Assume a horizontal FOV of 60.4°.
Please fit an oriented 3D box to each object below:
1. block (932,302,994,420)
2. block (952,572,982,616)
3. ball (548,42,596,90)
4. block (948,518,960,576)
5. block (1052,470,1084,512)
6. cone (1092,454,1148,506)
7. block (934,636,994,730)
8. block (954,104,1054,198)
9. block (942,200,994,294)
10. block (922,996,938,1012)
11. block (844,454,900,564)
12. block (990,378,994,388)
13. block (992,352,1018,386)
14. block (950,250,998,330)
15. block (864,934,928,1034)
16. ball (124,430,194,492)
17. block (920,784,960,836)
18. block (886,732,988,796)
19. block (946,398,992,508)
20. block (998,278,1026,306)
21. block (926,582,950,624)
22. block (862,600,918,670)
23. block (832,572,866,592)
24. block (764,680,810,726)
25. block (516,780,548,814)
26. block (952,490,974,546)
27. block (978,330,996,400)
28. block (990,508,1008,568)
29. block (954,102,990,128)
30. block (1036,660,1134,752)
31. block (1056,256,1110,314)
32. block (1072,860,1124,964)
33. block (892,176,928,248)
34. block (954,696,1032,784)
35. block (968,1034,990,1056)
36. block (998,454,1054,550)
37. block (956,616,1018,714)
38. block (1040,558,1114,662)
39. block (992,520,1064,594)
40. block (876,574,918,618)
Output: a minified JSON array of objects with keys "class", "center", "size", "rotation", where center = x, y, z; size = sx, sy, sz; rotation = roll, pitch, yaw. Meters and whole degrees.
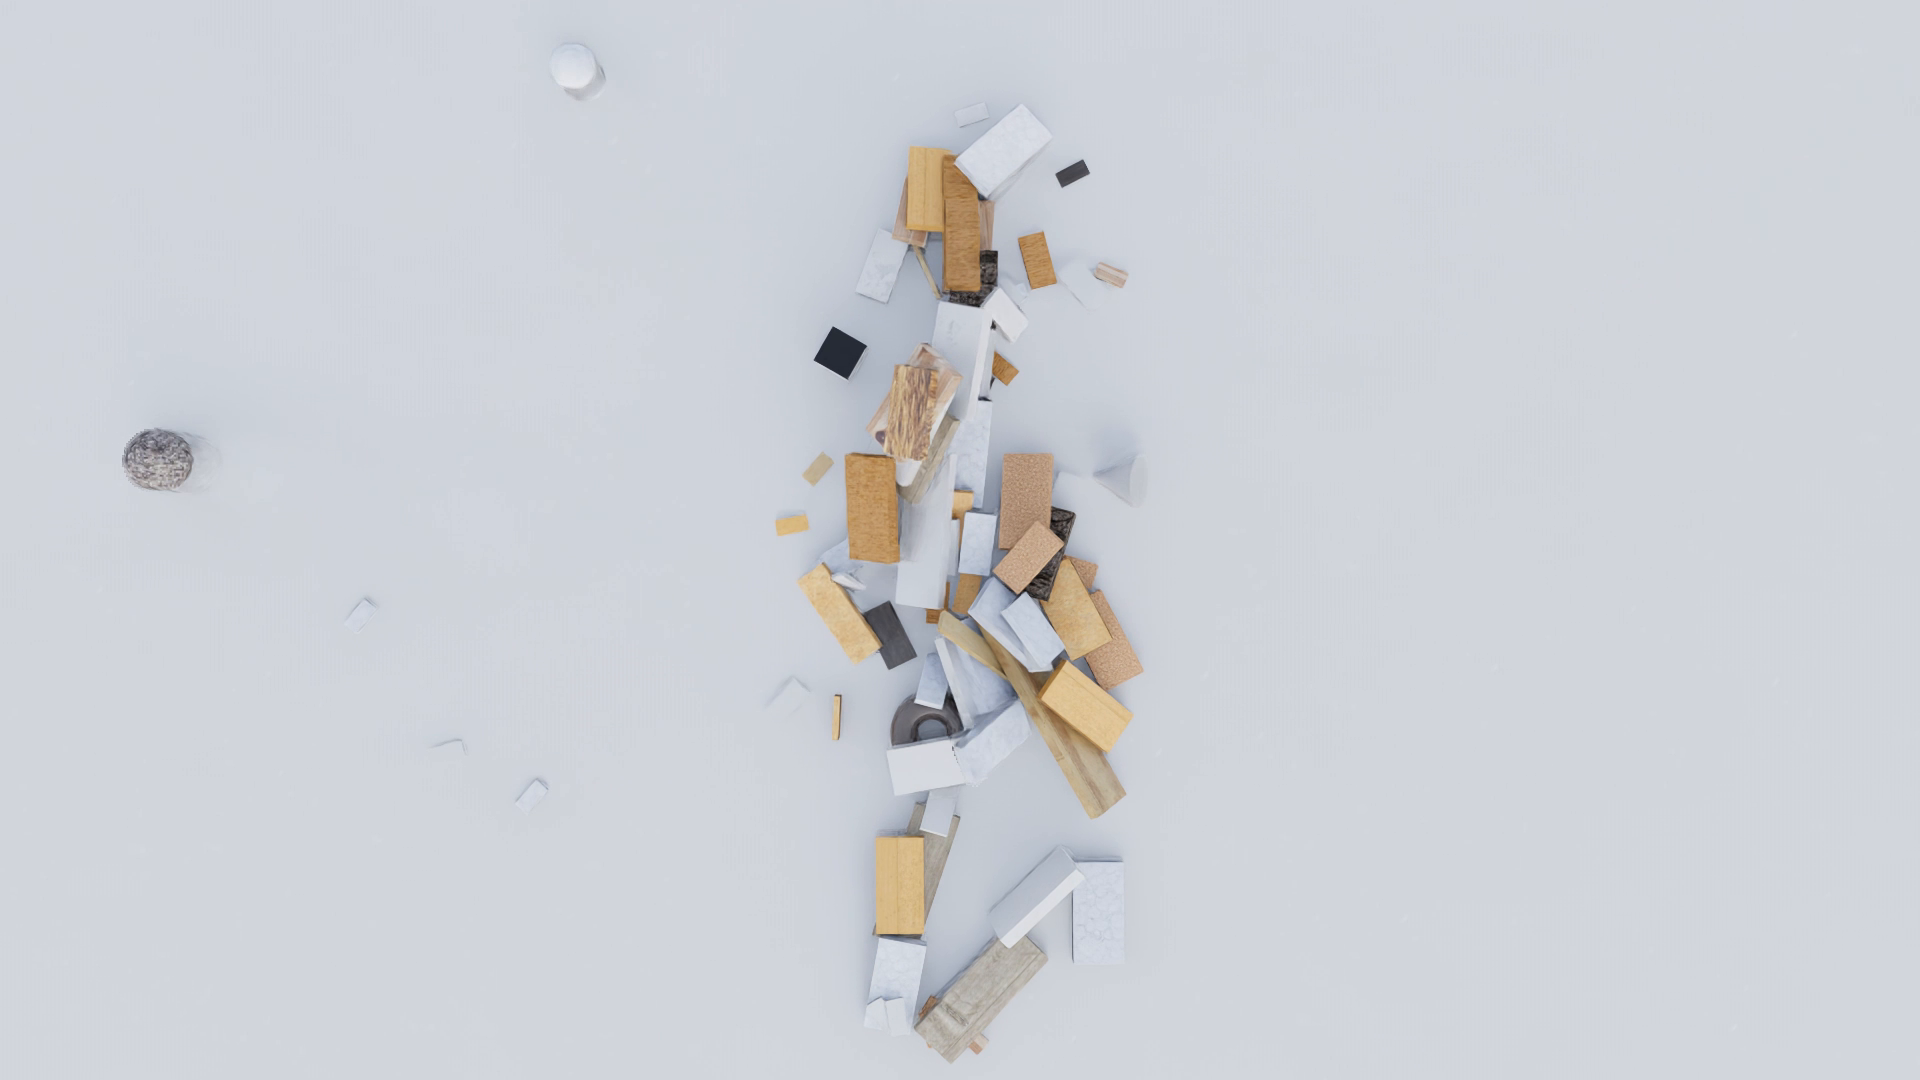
[{"class":"block","center":[-0.010,-0.575,5.300],"size":[0.178,0.050,0.355],"rotation":[16,101,32]},{"class":"block","center":[0.024,0.176,5.490],"size":[0.071,0.020,0.142],"rotation":[14,90,0]},{"class":"ball","center":[-1.275,-1.560,5.425],"size":[0.151,0.151,0.151],"rotation":[0,90,0]},{"class":"block","center":[-0.053,0.018,5.446],"size":[0.095,0.027,0.190],"rotation":[7,107,21]},{"class":"block","center":[0.345,-0.138,5.488],"size":[0.084,0.024,0.168],"rotation":[19,90,0]},{"class":"cone","center":[0.513,-0.207,5.461],"size":[0.173,0.173,0.173],"rotation":[7,90,27]},{"class":"block","center":[0.031,0.451,5.430],"size":[0.044,0.154,0.309],"rotation":[-19,90,44]},{"class":"block","center":[0.145,-1.283,5.431],"size":[0.155,0.044,0.311],"rotation":[46,72,1]},{"class":"block","center":[0.028,-0.971,5.478],"size":[0.155,0.044,0.311],"rotation":[4,90,0]},{"class":"block","center":[-0.063,1.574,5.492],"size":[0.118,0.017,0.059],"rotation":[32,90,0]},{"class":"block","center":[-0.286,-0.103,5.365],"size":[0.173,0.049,0.346],"rotation":[7,104,37]},{"class":"block","center":[0.062,-0.494,5.489],"size":[0.062,0.017,0.123],"rotation":[24,90,-3]},{"class":"block","center":[0.130,-0.577,5.491],"size":[0.123,0.017,0.062],"rotation":[40,90,0]},{"class":"block","center":[0.043,-0.798,5.438],"size":[0.155,0.044,0.311],"rotation":[2,105,1]},{"class":"block","center":[-0.214,1.468,5.453],"size":[0.157,0.044,0.314],"rotation":[10,99,0]},{"class":"ball","center":[-2.621,-0.260,5.398],"size":[0.203,0.203,0.203],"rotation":[0,90,0]},{"class":"block","center":[-0.064,0.879,5.450],"size":[0.092,0.026,0.184],"rotation":[16,66,-1]},{"class":"block","center":[-0.075,0.729,5.394],"size":[0.309,0.044,0.154],"rotation":[-10,101,-1]},{"class":"block","center":[0.002,-0.292,5.436],"size":[0.178,0.050,0.355],"rotation":[6,102,1]},{"class":"block","center":[0.167,-0.822,5.480],"size":[0.048,0.014,0.095],"rotation":[-42,90,0]},{"class":"block","center":[-0.073,0.208,5.490],"size":[0.071,0.020,0.142],"rotation":[4,90,0]},{"class":"block","center":[-0.235,0.317,5.475],"size":[0.104,0.029,0.207],"rotation":[-27,90,12]},{"class":"block","center":[-0.368,0.138,5.444],"size":[0.054,0.108,0.015],"rotation":[-13,57,38]},{"class":"block","center":[-0.575,0.540,5.490],"size":[0.072,0.020,0.144],"rotation":[42,90,0]},{"class":"block","center":[-1.425,0.856,5.492],"size":[0.054,0.015,0.108],"rotation":[41,90,0]},{"class":"block","center":[-0.010,-0.072,5.451],"size":[0.095,0.027,0.190],"rotation":[5,112,1]},{"class":"block","center":[0.011,-0.524,5.437],"size":[0.178,0.050,0.355],"rotation":[7,102,0]},{"class":"block","center":[0.126,-0.002,5.487],"size":[0.095,0.027,0.190],"rotation":[23,90,0]},{"class":"block","center":[0.039,-1.415,5.493],"size":[0.105,0.015,0.053],"rotation":[-18,90,0]},{"class":"block","center":[0.412,0.548,5.421],"size":[0.307,0.043,0.153],"rotation":[40,78,-16]},{"class":"block","center":[0.410,-0.849,5.488],"size":[0.088,0.025,0.175],"rotation":[-42,90,0]},{"class":"block","center":[0.459,1.235,5.476],"size":[0.168,0.048,0.337],"rotation":[0,90,0]},{"class":"block","center":[-0.149,-1.085,5.443],"size":[0.112,0.032,0.223],"rotation":[14,72,-8]},{"class":"block","center":[0.109,0.650,5.364],"size":[0.283,0.040,0.141],"rotation":[-37,120,-33]},{"class":"block","center":[0.035,1.652,5.492],"size":[0.119,0.017,0.059],"rotation":[44,90,0]},{"class":"block","center":[0.218,-0.125,5.427],"size":[0.159,0.045,0.318],"rotation":[0,79,17]},{"class":"block","center":[0.078,0.401,5.429],"size":[0.044,0.154,0.309],"rotation":[-19,90,44]},{"class":"block","center":[0.366,0.229,5.427],"size":[0.152,0.043,0.303],"rotation":[-29,81,9]},{"class":"block","center":[0.223,0.056,5.358],"size":[0.113,0.032,0.226],"rotation":[44,106,9]},{"class":"block","center":[-0.202,0.188,5.490],"size":[0.142,0.020,0.071],"rotation":[39,90,0]}]
